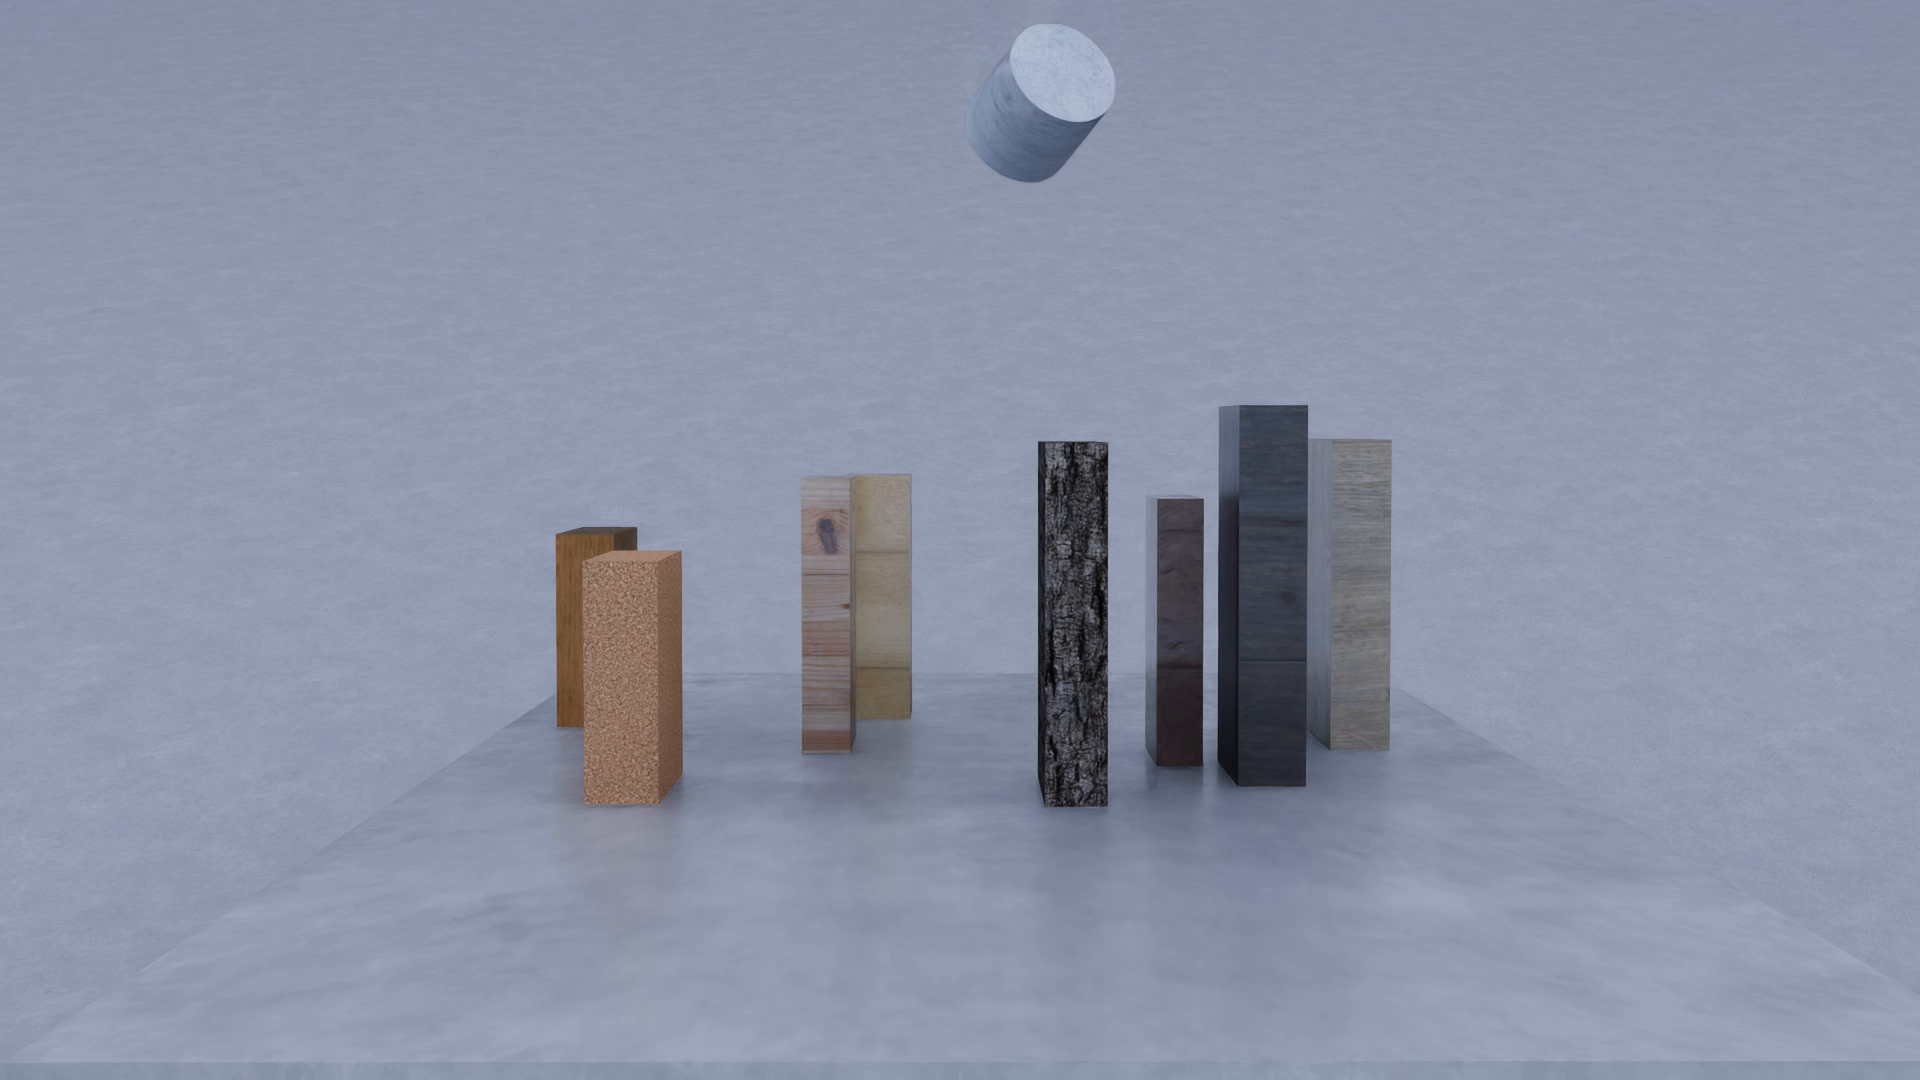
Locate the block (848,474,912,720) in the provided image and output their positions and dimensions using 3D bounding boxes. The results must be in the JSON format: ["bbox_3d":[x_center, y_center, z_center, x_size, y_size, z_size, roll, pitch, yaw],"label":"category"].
[{"bbox_3d":[-0.175,0.118,5.621,0.137,0.521,0.247,0,3,0],"label":"block"}]

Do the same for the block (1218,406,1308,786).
[{"bbox_3d":[0.542,0.090,4.634,0.119,0.662,0.349,0,3,0],"label":"block"}]

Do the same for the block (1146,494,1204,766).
[{"bbox_3d":[0.405,0.164,4.873,0.085,0.493,0.284,0,3,0],"label":"block"}]

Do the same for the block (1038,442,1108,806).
[{"bbox_3d":[0.191,0.132,4.409,0.103,0.599,0.371,0,3,0],"label":"block"}]

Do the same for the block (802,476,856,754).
[{"bbox_3d":[-0.257,0.139,5.065,0.093,0.527,0.292,0,3,0],"label":"block"}]

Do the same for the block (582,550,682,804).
[{"bbox_3d":[-0.562,0.229,4.448,0.123,0.403,0.377,0,3,0],"label":"block"}]

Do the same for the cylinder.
[{"bbox_3d":[0.078,-0.425,2.509,0.111,0.111,0.111,-14,-17,-30],"label":"cylinder"}]

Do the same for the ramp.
[{"bbox_3d":[0.053,0.476,4.537,2.000,0.100,4.000,0,3,0],"label":"ramp"}]

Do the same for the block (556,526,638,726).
[{"bbox_3d":[-0.782,0.180,5.563,0.121,0.402,0.396,0,3,0],"label":"block"}]

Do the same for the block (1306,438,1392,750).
[{"bbox_3d":[0.772,0.098,5.151,0.115,0.600,0.384,0,3,0],"label":"block"}]
